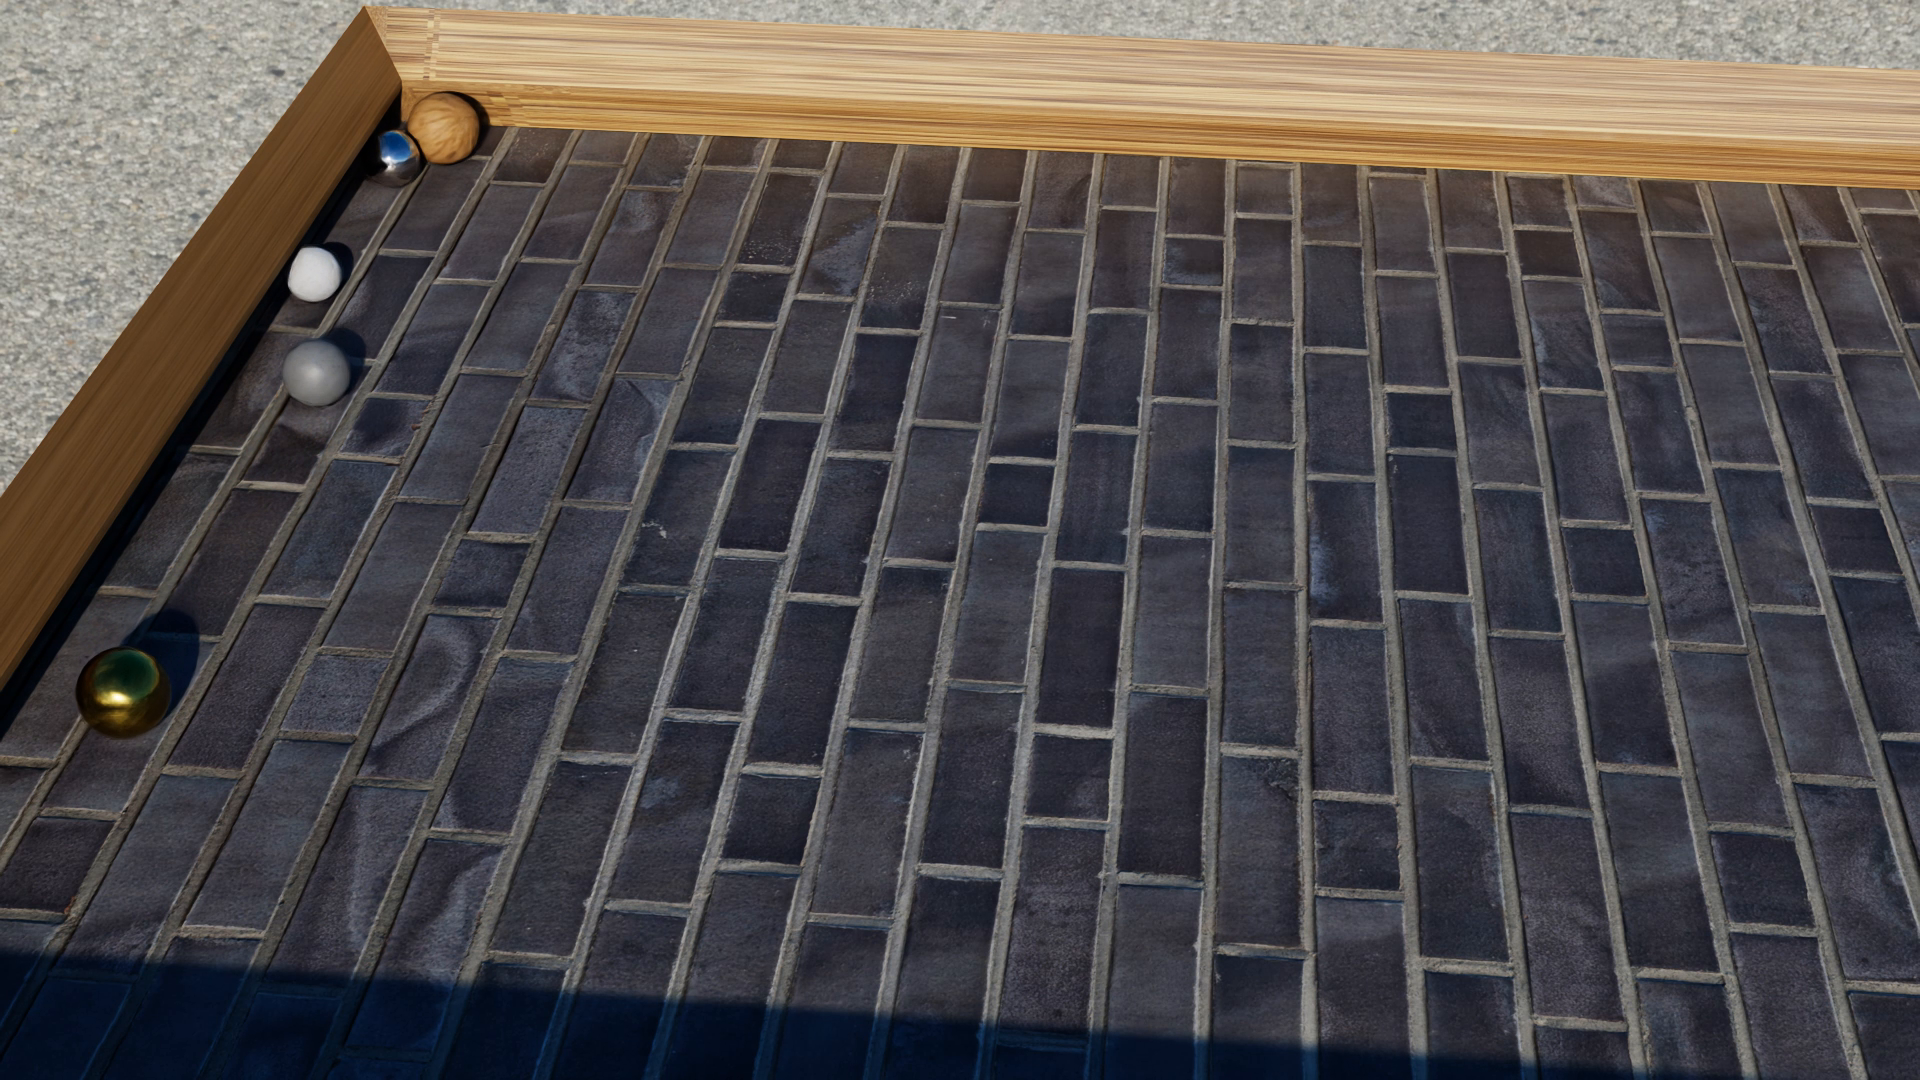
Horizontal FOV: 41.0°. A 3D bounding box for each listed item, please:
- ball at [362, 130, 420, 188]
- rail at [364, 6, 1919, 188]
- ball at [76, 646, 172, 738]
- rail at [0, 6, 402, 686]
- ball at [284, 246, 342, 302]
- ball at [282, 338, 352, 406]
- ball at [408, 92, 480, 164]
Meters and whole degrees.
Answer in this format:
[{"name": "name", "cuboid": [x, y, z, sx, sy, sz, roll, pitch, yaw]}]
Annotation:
[{"name": "ball", "cuboid": [-0.559, -0.374, 2.518, 0.056, 0.056, 0.056, 0, 35, 0]}, {"name": "rail", "cuboid": [0.751, -0.395, 2.486, 2.725, 0.125, 0.045, 3, 35, 5]}, {"name": "ball", "cuboid": [-0.591, 0.107, 1.813, 0.065, 0.065, 0.065, 0, 35, 0]}, {"name": "rail", "cuboid": [-0.654, -0.065, 2.009, 0.045, 0.125, 1.489, 3, 35, 5]}, {"name": "ball", "cuboid": [-0.588, -0.241, 2.330, 0.051, 0.051, 0.051, 0, 35, 0]}, {"name": "ball", "cuboid": [-0.547, -0.142, 2.180, 0.058, 0.058, 0.058, 0, 35, 0]}, {"name": "ball", "cuboid": [-0.514, -0.410, 2.556, 0.071, 0.071, 0.071, 0, 35, 0]}]
